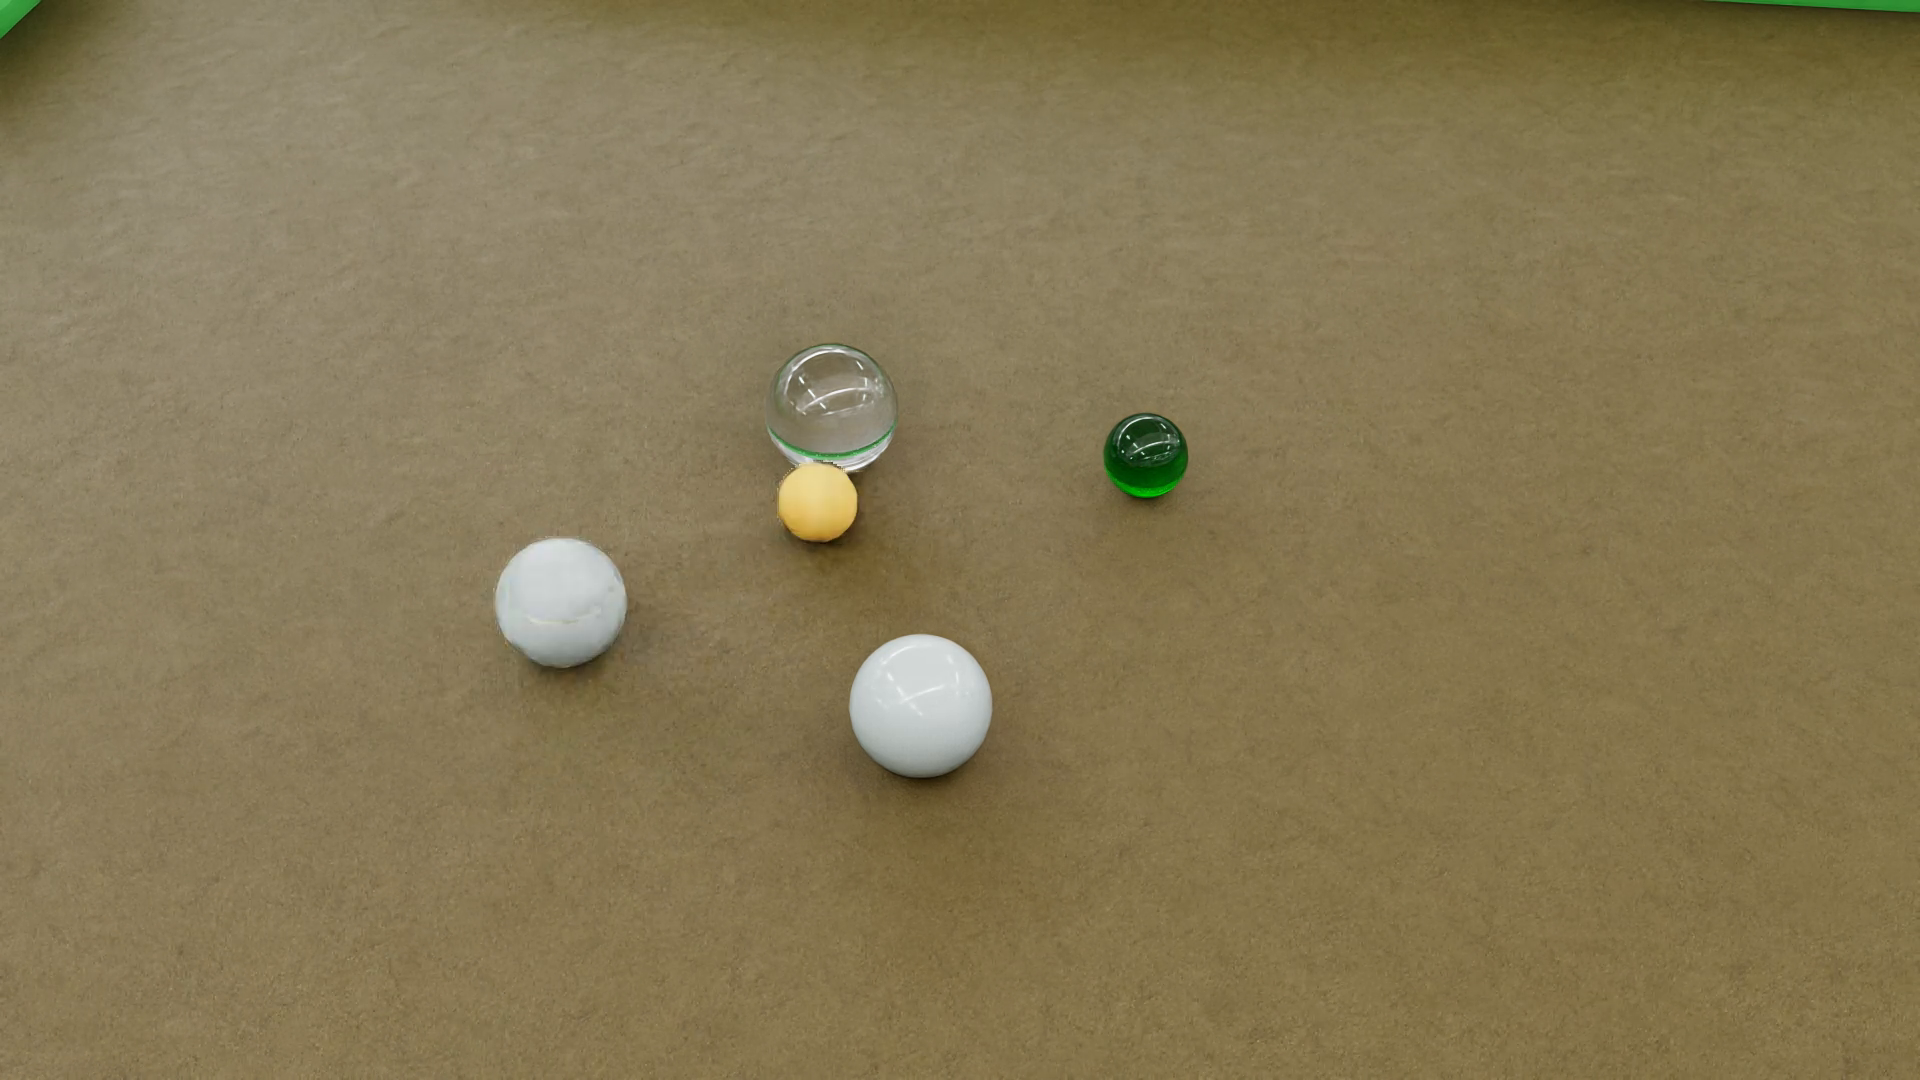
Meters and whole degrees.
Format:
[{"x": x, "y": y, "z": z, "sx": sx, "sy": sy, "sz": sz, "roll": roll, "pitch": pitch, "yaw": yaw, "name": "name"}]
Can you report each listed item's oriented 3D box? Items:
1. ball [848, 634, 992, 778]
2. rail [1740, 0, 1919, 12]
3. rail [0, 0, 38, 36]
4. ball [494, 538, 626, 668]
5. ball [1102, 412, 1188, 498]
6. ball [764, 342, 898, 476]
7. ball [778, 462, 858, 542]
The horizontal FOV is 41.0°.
[{"x": -0.024, "y": 0.101, "z": 1.561, "sx": 0.088, "sy": 0.088, "sz": 0.088, "roll": 0, "pitch": 35, "yaw": 0, "name": "ball"}, {"x": 1.170, "y": -0.533, "z": 2.418, "sx": 4.135, "sy": 0.124, "sz": 0.045, "roll": 5, "pitch": 36, "yaw": 7, "name": "rail"}, {"x": -1.000, "y": -0.104, "z": 1.815, "sx": 0.045, "sy": 0.124, "sz": 2.126, "roll": 5, "pitch": 36, "yaw": 7, "name": "rail"}, {"x": -0.256, "y": 0.040, "z": 1.649, "sx": 0.084, "sy": 0.084, "sz": 0.084, "roll": 0, "pitch": 35, "yaw": 0, "name": "ball"}, {"x": 0.131, "y": -0.060, "z": 1.809, "sx": 0.060, "sy": 0.060, "sz": 0.060, "roll": 0, "pitch": 35, "yaw": 0, "name": "ball"}, {"x": -0.091, "y": -0.093, "z": 1.825, "sx": 0.096, "sy": 0.096, "sz": 0.096, "roll": 0, "pitch": 35, "yaw": 0, "name": "ball"}, {"x": -0.098, "y": -0.026, "z": 1.767, "sx": 0.055, "sy": 0.055, "sz": 0.055, "roll": 0, "pitch": 35, "yaw": 0, "name": "ball"}]
